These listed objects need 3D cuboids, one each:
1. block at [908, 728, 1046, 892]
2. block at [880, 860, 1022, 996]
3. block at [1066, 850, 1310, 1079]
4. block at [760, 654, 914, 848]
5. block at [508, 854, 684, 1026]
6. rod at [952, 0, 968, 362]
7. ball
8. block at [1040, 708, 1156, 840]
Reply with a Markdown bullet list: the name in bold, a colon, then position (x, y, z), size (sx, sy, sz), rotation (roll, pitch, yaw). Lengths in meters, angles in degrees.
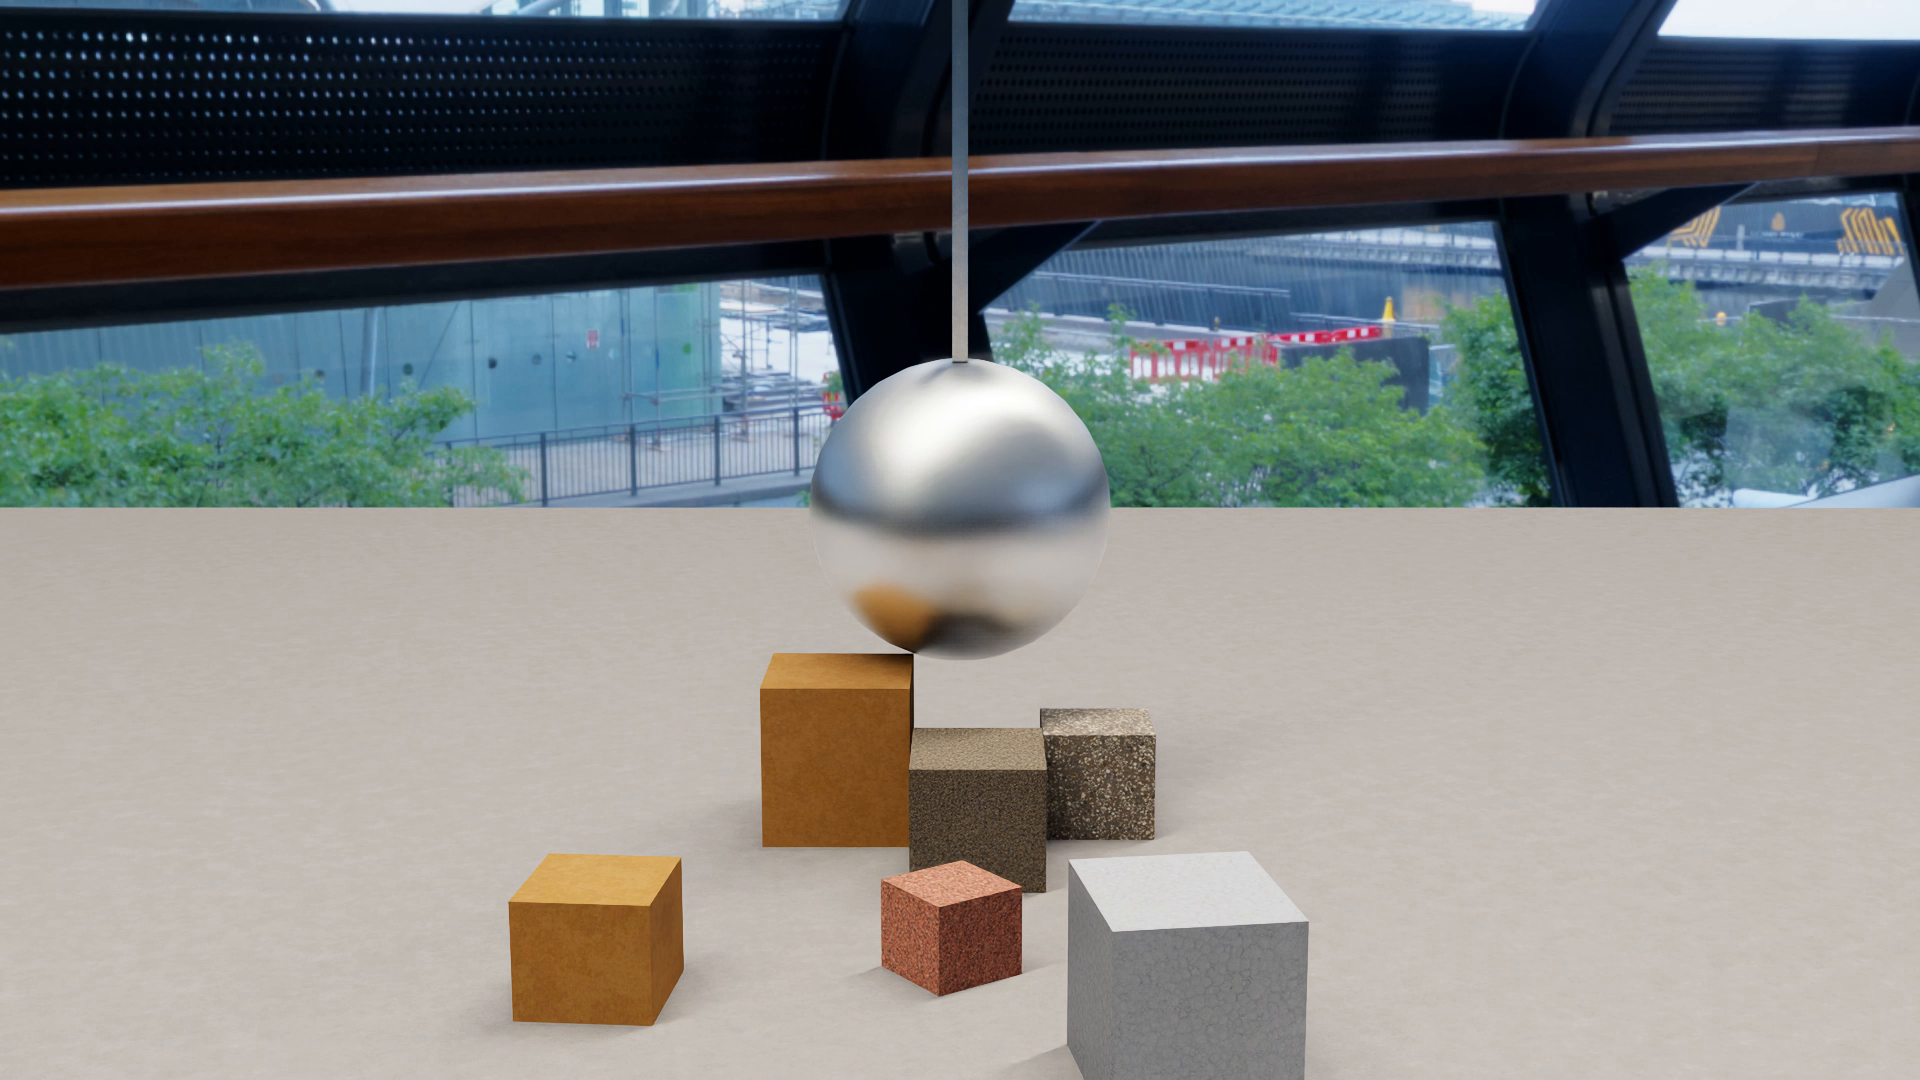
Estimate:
- **block**: position (0.086, 1.304, 10.709), size (0.646, 0.603, 0.748), rotation (0, 10, 0)
- **block**: position (-0.037, 1.651, 9.394), size (0.432, 0.390, 0.431), rotation (-7, 13, -35)
- **block**: position (0.833, 1.672, 8.254), size (0.716, 0.757, 0.796), rotation (-2, 10, -8)
- **block**: position (-0.620, 1.073, 11.368), size (0.744, 0.821, 0.764), rotation (0, 10, 0)
- **block**: position (-1.494, 1.644, 9.106), size (0.572, 0.506, 0.608), rotation (1, 10, 5)
- **rod**: position (0.000, -3.445, 10.769), size (0.080, 5.200, 0.080), rotation (0, 15, 0)
- **ball**: position (0.000, -0.160, 11.647), size (1.600, 1.600, 1.600), rotation (0, 10, 0)
- **block**: position (0.705, 1.206, 11.392), size (0.565, 0.550, 0.533), rotation (0, 10, 0)
